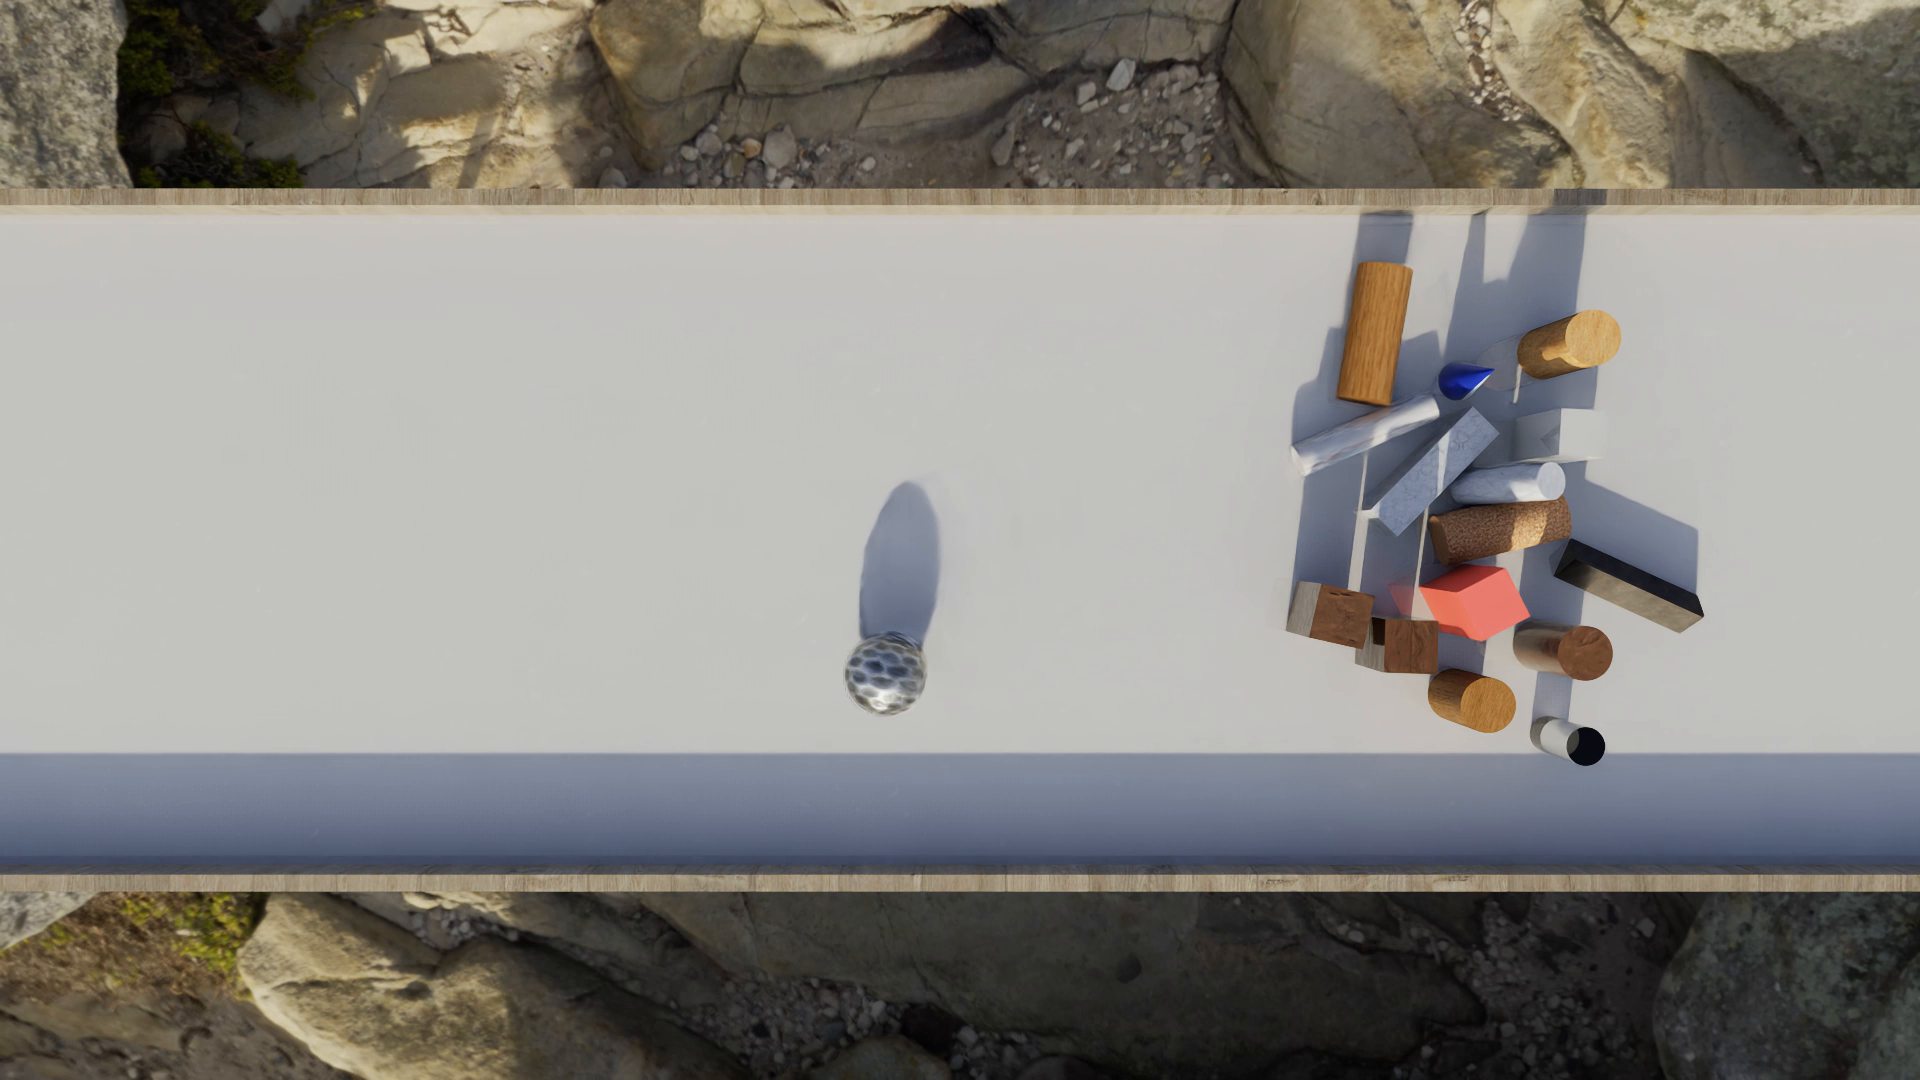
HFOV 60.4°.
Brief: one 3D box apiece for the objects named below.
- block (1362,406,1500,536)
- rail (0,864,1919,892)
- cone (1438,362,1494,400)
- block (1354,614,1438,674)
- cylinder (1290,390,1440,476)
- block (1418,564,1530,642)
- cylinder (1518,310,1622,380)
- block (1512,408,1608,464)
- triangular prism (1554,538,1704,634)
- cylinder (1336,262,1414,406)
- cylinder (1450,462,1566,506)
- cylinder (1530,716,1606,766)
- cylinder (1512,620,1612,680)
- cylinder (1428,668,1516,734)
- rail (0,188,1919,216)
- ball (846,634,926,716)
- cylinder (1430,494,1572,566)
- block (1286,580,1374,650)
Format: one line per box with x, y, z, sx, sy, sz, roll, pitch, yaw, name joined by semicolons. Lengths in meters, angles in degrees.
1.430;-0.206;5.019;0.115;0.115;0.438;45;90;0;block
-2.247;1.025;5.001;12.000;0.150;0.050;0;90;0;rail
1.533;-0.489;4.901;0.122;0.352;0.122;0;90;0;cone
1.295;0.306;4.904;0.153;0.345;0.153;2;90;0;block
1.233;-0.327;5.026;0.443;0.100;0.100;-23;90;0;cylinder
1.517;0.180;4.882;0.155;0.385;0.155;-27;91;0;block
1.794;-0.574;4.874;0.159;0.404;0.159;0;90;0;cylinder
1.771;-0.304;4.880;0.133;0.392;0.133;3;90;0;block
2.046;0.142;5.018;0.425;0.110;0.127;24;90;0;triangular prism
1.256;-0.623;4.996;0.163;0.163;0.408;10;90;0;cylinder
1.622;-0.165;4.894;0.110;0.352;0.110;1;88;-26;cylinder
1.810;0.597;4.923;0.113;0.308;0.113;0;90;0;cylinder
1.779;0.323;4.884;0.157;0.385;0.157;0;90;0;cylinder
1.519;0.476;4.909;0.160;0.334;0.160;0;90;0;cylinder
-2.247;-1.025;5.002;12.000;0.150;0.050;0;90;0;rail
-0.222;0.407;4.955;0.244;0.244;0.244;0;90;0;ball
1.636;-0.039;4.998;0.377;0.157;0.157;-13;90;0;cylinder
1.097;0.220;4.906;0.159;0.340;0.159;13;90;0;block
